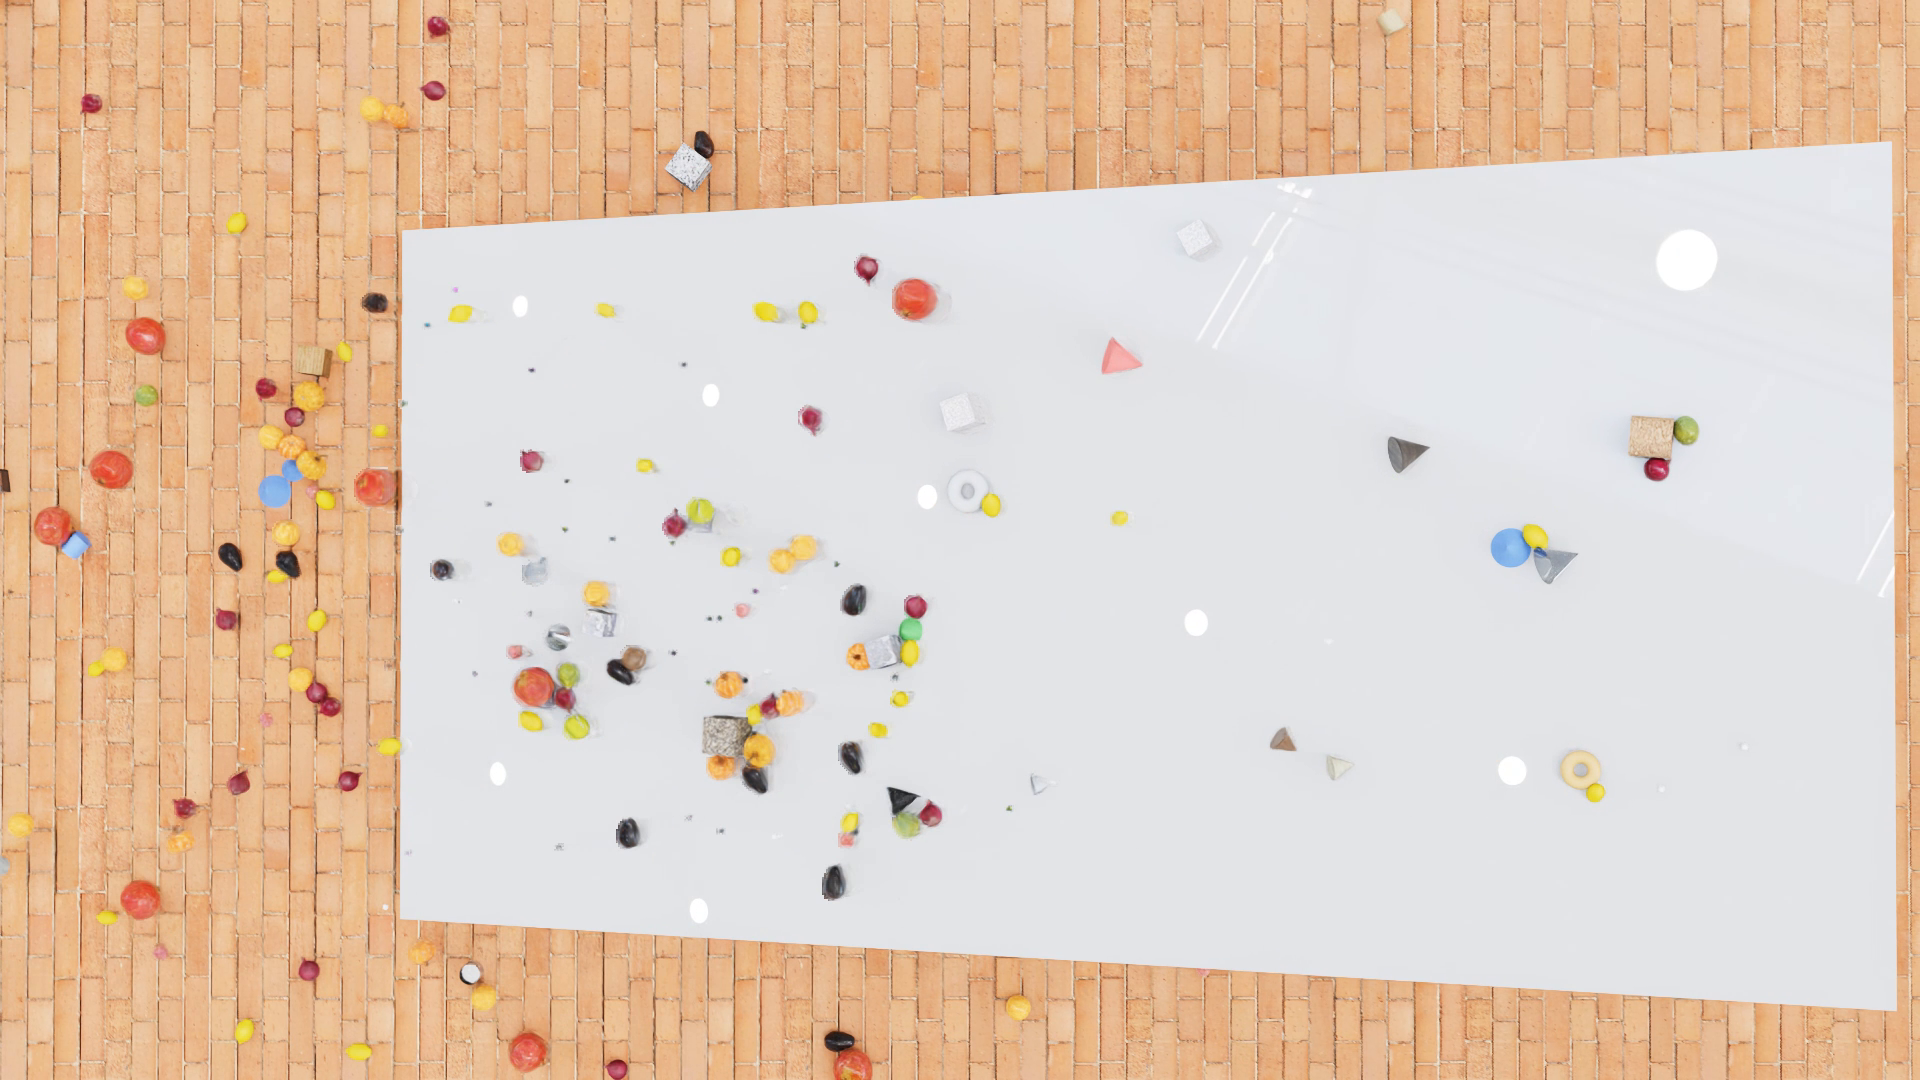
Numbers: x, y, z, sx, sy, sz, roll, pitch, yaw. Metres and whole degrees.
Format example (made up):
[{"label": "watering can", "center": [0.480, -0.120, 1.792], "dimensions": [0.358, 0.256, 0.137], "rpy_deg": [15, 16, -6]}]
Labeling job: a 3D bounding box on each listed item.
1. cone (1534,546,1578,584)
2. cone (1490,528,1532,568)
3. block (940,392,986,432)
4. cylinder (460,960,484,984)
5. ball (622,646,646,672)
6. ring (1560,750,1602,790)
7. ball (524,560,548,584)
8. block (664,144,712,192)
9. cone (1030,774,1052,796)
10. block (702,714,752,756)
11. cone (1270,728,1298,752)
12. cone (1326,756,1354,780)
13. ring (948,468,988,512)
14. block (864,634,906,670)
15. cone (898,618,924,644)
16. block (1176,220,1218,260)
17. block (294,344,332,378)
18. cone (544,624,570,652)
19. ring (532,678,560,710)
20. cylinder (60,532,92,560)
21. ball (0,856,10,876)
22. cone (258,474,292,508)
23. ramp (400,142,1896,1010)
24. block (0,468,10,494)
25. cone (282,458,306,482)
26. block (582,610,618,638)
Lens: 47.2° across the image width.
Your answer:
[{"label": "cone", "center": [1.445, 0.047, 5.284], "dimensions": [0.095, 0.095, 0.095], "rpy_deg": [-18, 89, -9]}, {"label": "cone", "center": [1.323, 0.019, 5.299], "dimensions": [0.096, 0.096, 0.096], "rpy_deg": [0, 89, 19]}, {"label": "block", "center": [0.007, -0.334, 5.776], "dimensions": [0.081, 0.081, 0.081], "rpy_deg": [-19, 83, 18]}, {"label": "cylinder", "center": [-1.430, 1.266, 6.437], "dimensions": [0.059, 0.059, 0.059], "rpy_deg": [0, 89, 0]}, {"label": "ball", "center": [-0.902, 0.329, 6.091], "dimensions": [0.070, 0.070, 0.070], "rpy_deg": [0, 89, 0]}, {"label": "ring", "center": [1.487, 0.551, 5.269], "dimensions": [0.095, 0.032, 0.095], "rpy_deg": [0, 91, 19]}, {"label": "ball", "center": [-1.194, 0.091, 6.191], "dimensions": [0.067, 0.067, 0.067], "rpy_deg": [0, 89, 0]}, {"label": "block", "center": [-0.795, -1.091, 6.452], "dimensions": [0.094, 0.094, 0.094], "rpy_deg": [37, 89, 0]}, {"label": "cone", "center": [0.216, 0.631, 5.720], "dimensions": [0.054, 0.054, 0.054], "rpy_deg": [-12, 89, -8]}, {"label": "block", "center": [-0.634, 0.532, 5.981], "dimensions": [0.099, 0.099, 0.099], "rpy_deg": [4, 91, 19]}, {"label": "cone", "center": [0.821, 0.513, 5.505], "dimensions": [0.064, 0.064, 0.064], "rpy_deg": [34, 89, -10]}, {"label": "cone", "center": [0.951, 0.561, 5.459], "dimensions": [0.064, 0.064, 0.064], "rpy_deg": [-9, 89, -7]}, {"label": "ring", "center": [0.021, -0.129, 5.791], "dimensions": [0.116, 0.039, 0.116], "rpy_deg": [0, 90, 19]}, {"label": "block", "center": [-0.200, 0.298, 5.844], "dimensions": [0.074, 0.074, 0.074], "rpy_deg": [-18, 83, 18]}, {"label": "cone", "center": [-0.143, 0.241, 5.827], "dimensions": [0.070, 0.070, 0.070], "rpy_deg": [0, 89, 19]}, {"label": "block", "center": [0.602, -0.763, 5.579], "dimensions": [0.069, 0.069, 0.069], "rpy_deg": [-30, 80, 17]}, {"label": "block", "center": [-1.896, -0.524, 6.451], "dimensions": [0.080, 0.080, 0.080], "rpy_deg": [7, 89, 0]}, {"label": "cone", "center": [-1.142, 0.267, 6.166], "dimensions": [0.078, 0.078, 0.078], "rpy_deg": [-2, 77, 10]}, {"label": "ring", "center": [-1.168, 0.435, 6.208], "dimensions": [0.088, 0.029, 0.088], "rpy_deg": [-1, 88, 21]}, {"label": "cylinder", "center": [-2.594, 0.016, 6.454], "dimensions": [0.060, 0.060, 0.060], "rpy_deg": [-45, 89, 4]}, {"label": "ball", "center": [-2.815, 0.955, 6.441], "dimensions": [0.060, 0.060, 0.060], "rpy_deg": [0, 89, 0]}, {"label": "cone", "center": [-2.021, -0.144, 6.437], "dimensions": [0.098, 0.098, 0.098], "rpy_deg": [0, 89, 0]}, {"label": "ramp", "center": [0.279, 0.090, 5.770], "dimensions": [4.000, 0.100, 2.000], "rpy_deg": [0, 89, 19]}, {"label": "block", "center": [-2.837, -0.170, 6.453], "dimensions": [0.067, 0.067, 0.067], "rpy_deg": [-8, 89, 0]}, {"label": "cone", "center": [-1.966, -0.208, 6.451], "dimensions": [0.071, 0.071, 0.071], "rpy_deg": [0, 89, 0]}, {"label": "block", "center": [-1.005, 0.232, 6.134], "dimensions": [0.065, 0.065, 0.065], "rpy_deg": [12, 93, 19]}]
